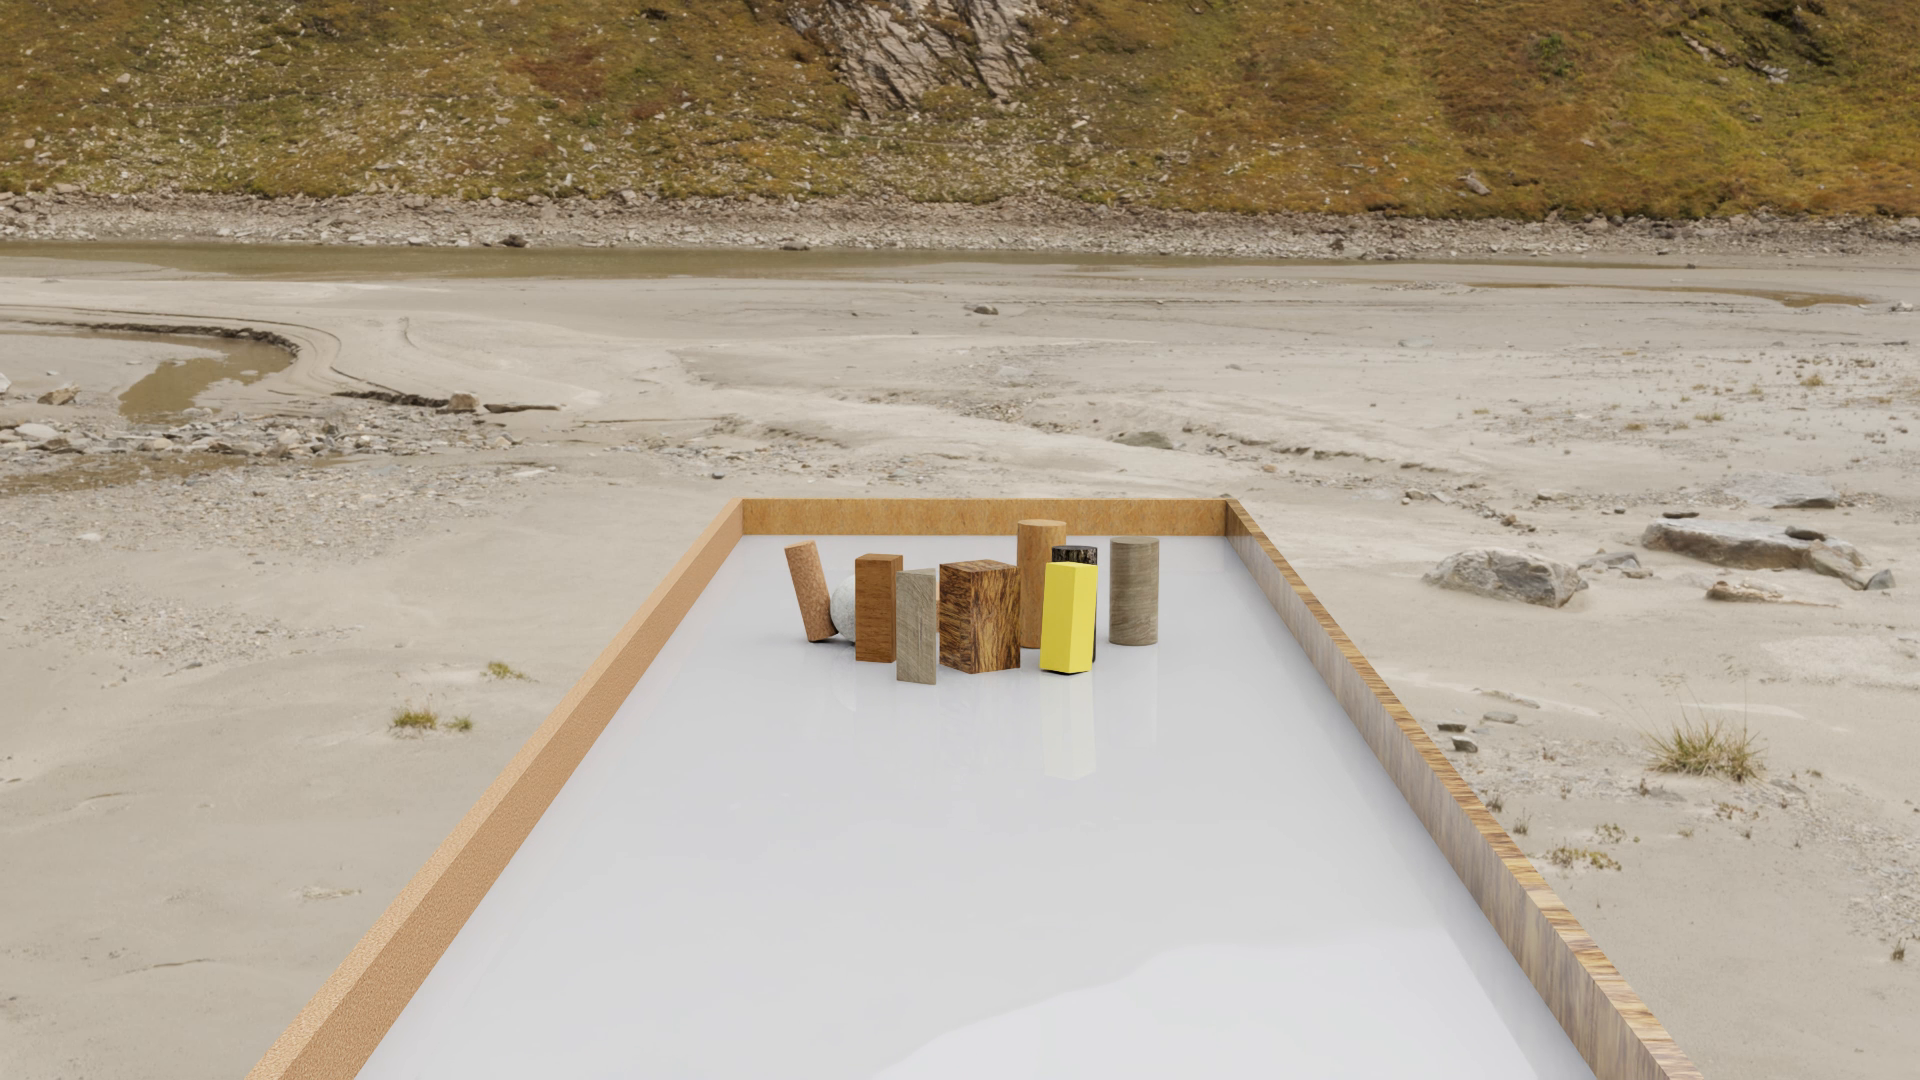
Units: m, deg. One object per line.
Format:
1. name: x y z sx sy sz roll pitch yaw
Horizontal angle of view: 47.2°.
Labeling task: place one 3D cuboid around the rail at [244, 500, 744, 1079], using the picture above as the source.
1. rail: -1.004 0.839 3.234 0.050 0.150 12.000 0 9 1

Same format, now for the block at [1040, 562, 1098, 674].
1. block: 0.323 0.228 6.536 0.110 0.314 0.110 8 6 40

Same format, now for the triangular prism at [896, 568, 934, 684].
1. triangular prism: -0.102 0.248 6.417 0.130 0.322 0.112 5 10 29

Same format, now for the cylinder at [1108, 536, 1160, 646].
1. cylinder: 0.550 0.160 6.955 0.157 0.326 0.157 0 9 0

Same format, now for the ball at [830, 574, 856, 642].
1. ball: -0.297 0.215 6.932 0.225 0.225 0.225 0 9 0

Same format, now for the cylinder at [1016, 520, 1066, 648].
1. cylinder: 0.252 0.136 6.909 0.153 0.384 0.153 2 8 0

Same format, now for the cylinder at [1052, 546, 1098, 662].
1. cylinder: 0.346 0.193 6.679 0.138 0.341 0.138 1 6 0

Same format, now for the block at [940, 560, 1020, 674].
1. block: 0.059 0.227 6.599 0.176 0.305 0.176 -6 11 -32

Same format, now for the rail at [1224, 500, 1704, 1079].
1. rail: 1.046 0.843 3.208 0.050 0.150 12.000 0 9 1

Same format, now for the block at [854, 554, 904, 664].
1. block: -0.246 0.207 6.702 0.115 0.314 0.115 3 9 17

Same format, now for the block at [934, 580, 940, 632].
1. block: -0.093 0.217 7.298 0.107 0.107 0.383 -2 9 -14

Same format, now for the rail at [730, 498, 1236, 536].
1. rail: 0.099 -0.098 9.147 2.100 0.150 0.050 0 9 1

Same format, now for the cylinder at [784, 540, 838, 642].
1. cylinder: -0.471 0.160 6.976 0.101 0.305 0.101 -14 6 1
